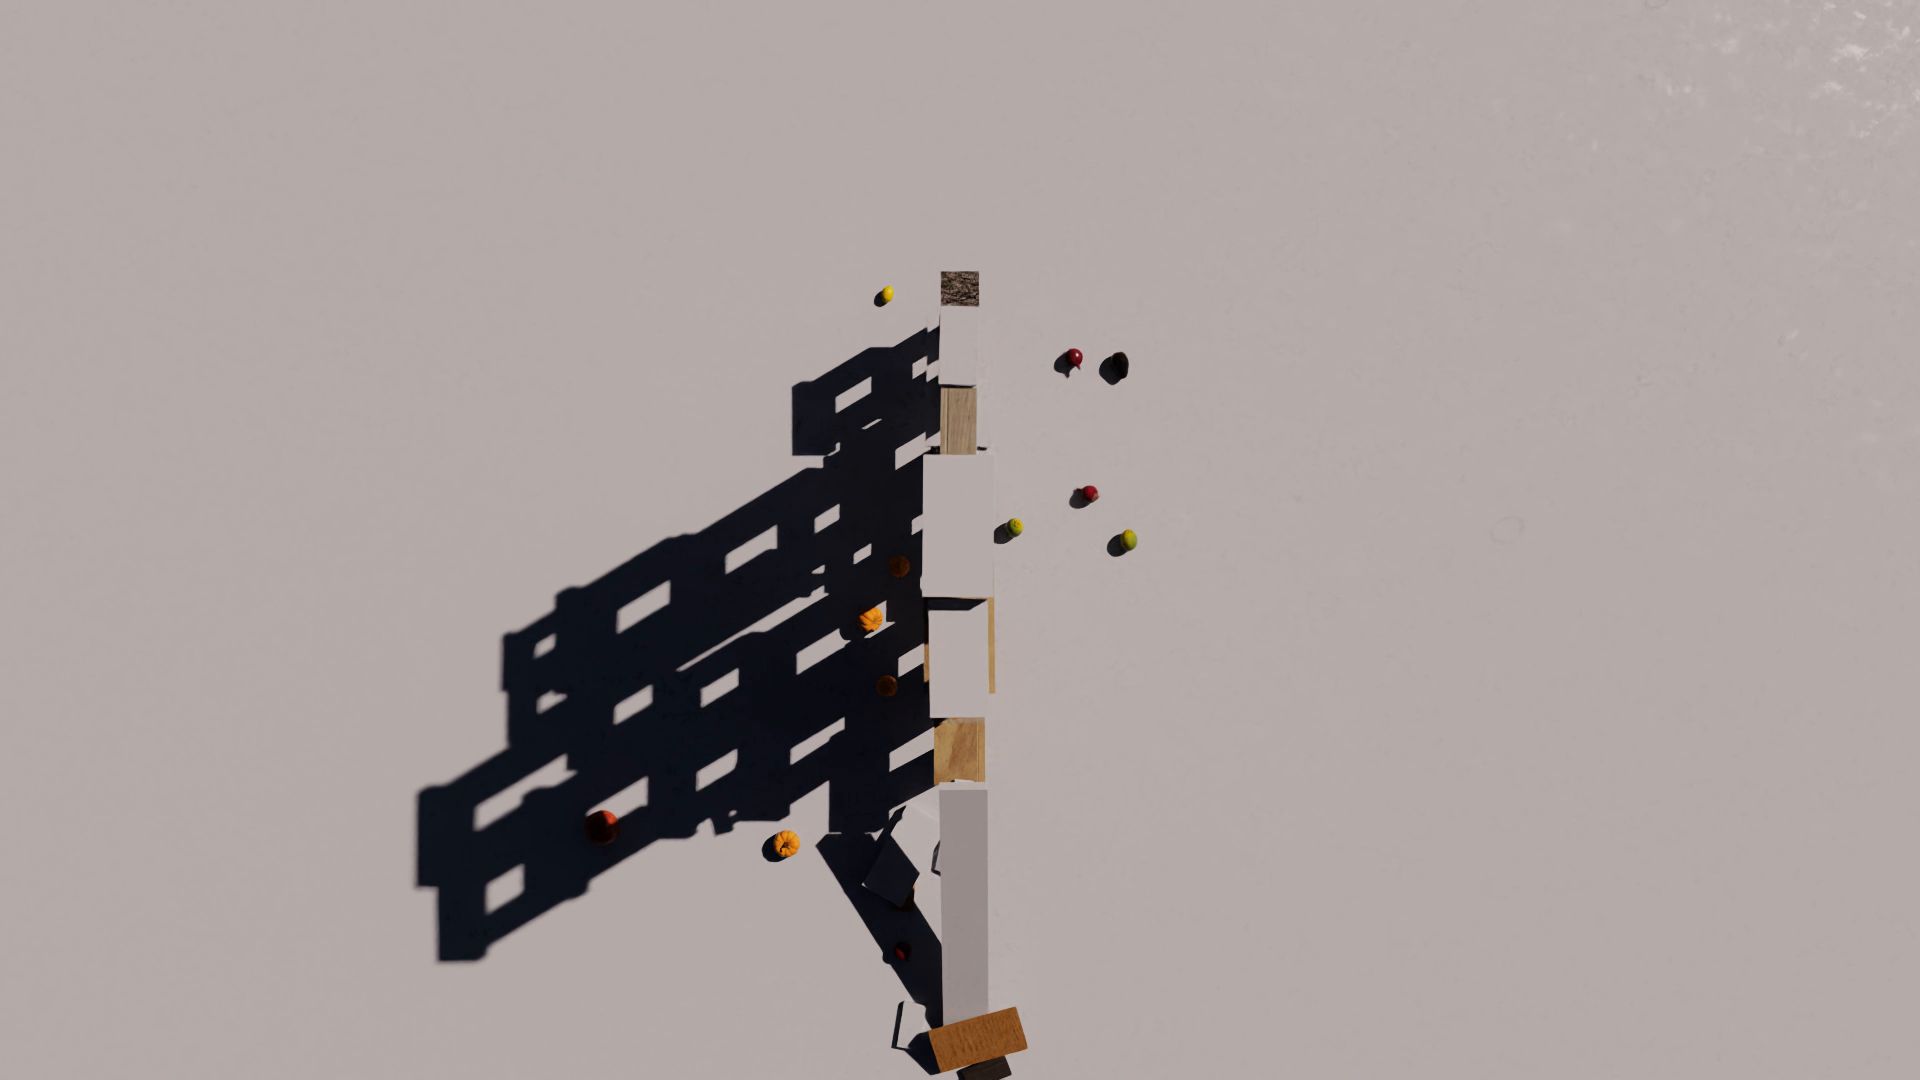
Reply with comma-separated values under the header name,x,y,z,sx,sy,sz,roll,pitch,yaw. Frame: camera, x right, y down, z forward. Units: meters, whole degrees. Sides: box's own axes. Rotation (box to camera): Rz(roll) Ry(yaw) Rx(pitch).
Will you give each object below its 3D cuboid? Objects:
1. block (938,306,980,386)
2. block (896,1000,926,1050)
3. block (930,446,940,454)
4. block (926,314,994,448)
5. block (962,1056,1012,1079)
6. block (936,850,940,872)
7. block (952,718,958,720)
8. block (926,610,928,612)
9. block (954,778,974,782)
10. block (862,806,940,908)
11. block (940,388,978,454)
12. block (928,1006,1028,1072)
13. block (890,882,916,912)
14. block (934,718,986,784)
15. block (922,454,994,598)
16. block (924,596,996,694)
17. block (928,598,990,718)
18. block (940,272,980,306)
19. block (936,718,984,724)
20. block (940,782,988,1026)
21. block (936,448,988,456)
name,x,y,z,sx,sy,sz,roll,pitch,yaw
block,-0.003,-0.471,4.004,0.095,0.027,0.189,2,90,0
block,-0.161,1.615,5.489,0.075,0.021,0.150,9,90,0
block,-0.005,-0.380,4.613,0.149,0.042,0.298,1,90,0
block,-0.001,-0.408,4.230,0.169,0.048,0.338,1,90,0
block,0.090,1.769,5.489,0.150,0.021,0.075,-22,90,0
block,-0.042,1.045,5.480,0.059,0.017,0.118,12,95,16
block,-0.010,0.455,4.696,0.053,0.015,0.105,-15,90,0
block,-0.007,0.168,3.966,0.136,0.272,0.039,-12,90,0
block,0.006,0.802,5.144,0.059,0.017,0.118,6,115,-3
block,-0.185,1.045,5.462,0.149,0.042,0.299,30,85,3
block,-0.004,-0.282,4.018,0.088,0.025,0.176,1,90,0
block,0.061,1.651,5.450,0.299,0.042,0.149,-15,114,0
block,-0.188,1.160,5.489,0.075,0.021,0.150,5,90,0
block,-0.002,0.604,5.159,0.159,0.045,0.318,0,89,0
block,-0.004,-0.032,3.757,0.161,0.046,0.322,1,90,0
block,-0.002,0.206,4.127,0.176,0.050,0.353,-1,90,0
block,-0.003,0.272,3.811,0.136,0.039,0.272,-1,90,0
block,0.000,-0.697,5.003,0.116,0.033,0.231,0,90,0
block,0.002,0.391,4.830,0.143,0.041,0.286,0,90,0
block,0.015,1.182,5.286,0.149,0.042,0.931,-1,115,0
block,0.004,-0.106,4.241,0.130,0.037,0.260,0,90,0
